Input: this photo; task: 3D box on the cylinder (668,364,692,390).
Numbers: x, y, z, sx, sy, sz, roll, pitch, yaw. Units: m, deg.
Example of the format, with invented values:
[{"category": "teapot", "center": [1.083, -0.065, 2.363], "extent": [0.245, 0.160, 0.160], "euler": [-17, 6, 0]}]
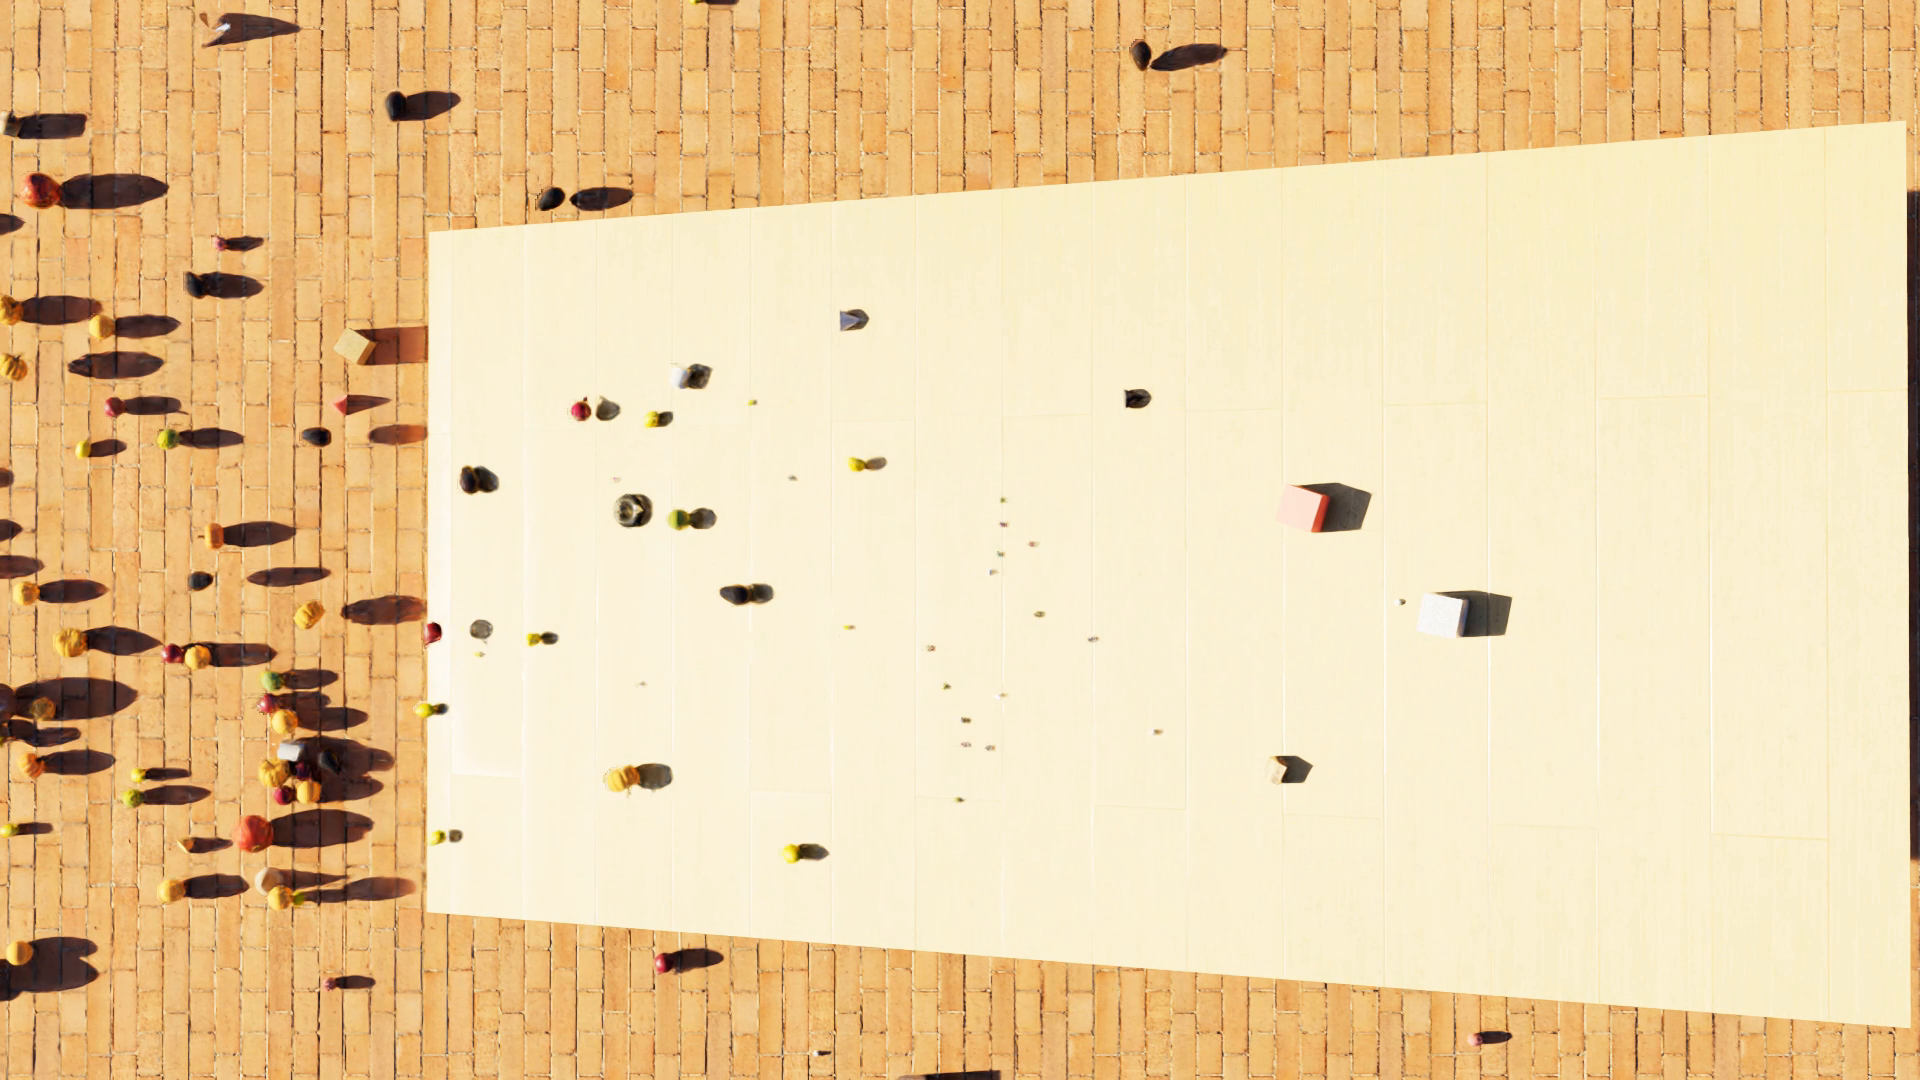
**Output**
[{"category": "cylinder", "center": [-0.774, -0.451, 6.090], "extent": [0.055, 0.055, 0.055], "euler": [19, 100, 0]}]

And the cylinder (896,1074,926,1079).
[{"category": "cylinder", "center": [-0.142, 1.635, 6.501], "extent": [0.087, 0.087, 0.087], "euler": [-4, 89, 0]}]

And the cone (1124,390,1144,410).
[{"category": "cone", "center": [0.443, -0.359, 5.571], "extent": [0.053, 0.053, 0.053], "euler": [-5, 89, -3]}]

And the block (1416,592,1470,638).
[{"category": "block", "center": [1.146, 0.179, 5.215], "extent": [0.093, 0.093, 0.093], "euler": [11, 94, 24]}]

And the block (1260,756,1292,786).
[{"category": "block", "center": [0.774, 0.566, 5.398], "extent": [0.051, 0.051, 0.051], "euler": [30, 101, 21]}]

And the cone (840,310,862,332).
[{"category": "cone", "center": [-0.292, -0.590, 5.898], "extent": [0.062, 0.062, 0.062], "euler": [-3, 89, -3]}]

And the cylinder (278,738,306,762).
[{"category": "cylinder", "center": [-1.984, 0.624, 6.526], "extent": [0.060, 0.060, 0.060], "euler": [10, 89, 1]}]

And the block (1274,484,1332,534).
[{"category": "block", "center": [0.835, -0.076, 5.355], "extent": [0.094, 0.094, 0.094], "euler": [20, 97, 23]}]

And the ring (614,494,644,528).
[{"category": "ring", "center": [-0.930, -0.081, 6.174], "extent": [0.098, 0.033, 0.098], "euler": [0, 91, 24]}]

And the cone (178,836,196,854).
[{"category": "cone", "center": [-2.292, 0.899, 6.542], "extent": [0.050, 0.050, 0.050], "euler": [48, 63, 1]}]

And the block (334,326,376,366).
[{"category": "block", "center": [-1.797, -0.574, 6.531], "extent": [0.079, 0.079, 0.079], "euler": [32, 89, 0]}]

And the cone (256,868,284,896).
[{"category": "cone", "center": [-2.057, 1.018, 6.508], "extent": [0.087, 0.087, 0.087], "euler": [0, 89, 0]}]

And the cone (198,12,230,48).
[{"category": "cone", "center": [-2.244, -1.505, 6.560], "extent": [0.096, 0.096, 0.096], "euler": [39, 116, 0]}]

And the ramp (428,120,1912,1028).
[{"category": "ramp", "center": [0.283, 0.083, 5.705], "extent": [4.000, 0.100, 2.000], "euler": [0, 89, 24]}]
